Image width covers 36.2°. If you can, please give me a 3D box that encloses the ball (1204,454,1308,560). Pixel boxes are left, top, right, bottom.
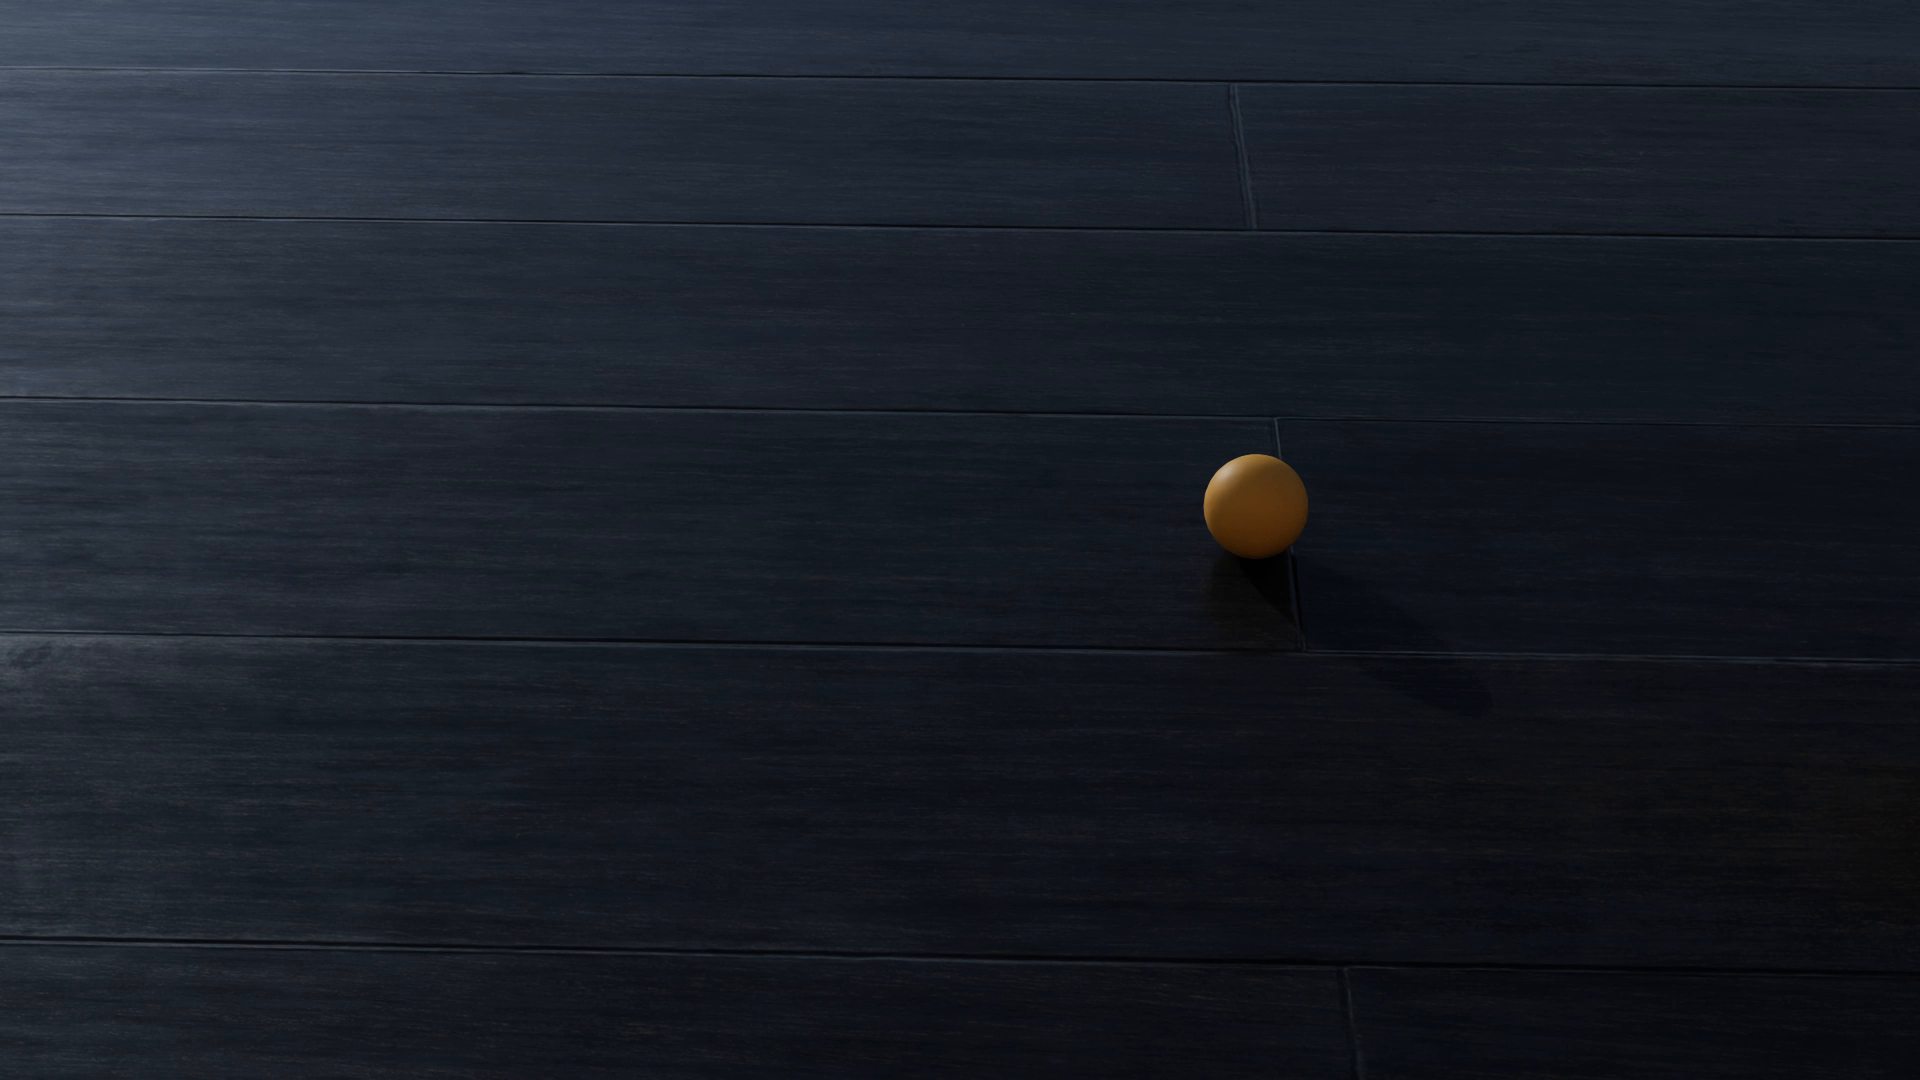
[{"bbox_3d":[0.162,-0.018,1.608,0.057,0.057,0.057,0,32,0],"label":"ball"}]
